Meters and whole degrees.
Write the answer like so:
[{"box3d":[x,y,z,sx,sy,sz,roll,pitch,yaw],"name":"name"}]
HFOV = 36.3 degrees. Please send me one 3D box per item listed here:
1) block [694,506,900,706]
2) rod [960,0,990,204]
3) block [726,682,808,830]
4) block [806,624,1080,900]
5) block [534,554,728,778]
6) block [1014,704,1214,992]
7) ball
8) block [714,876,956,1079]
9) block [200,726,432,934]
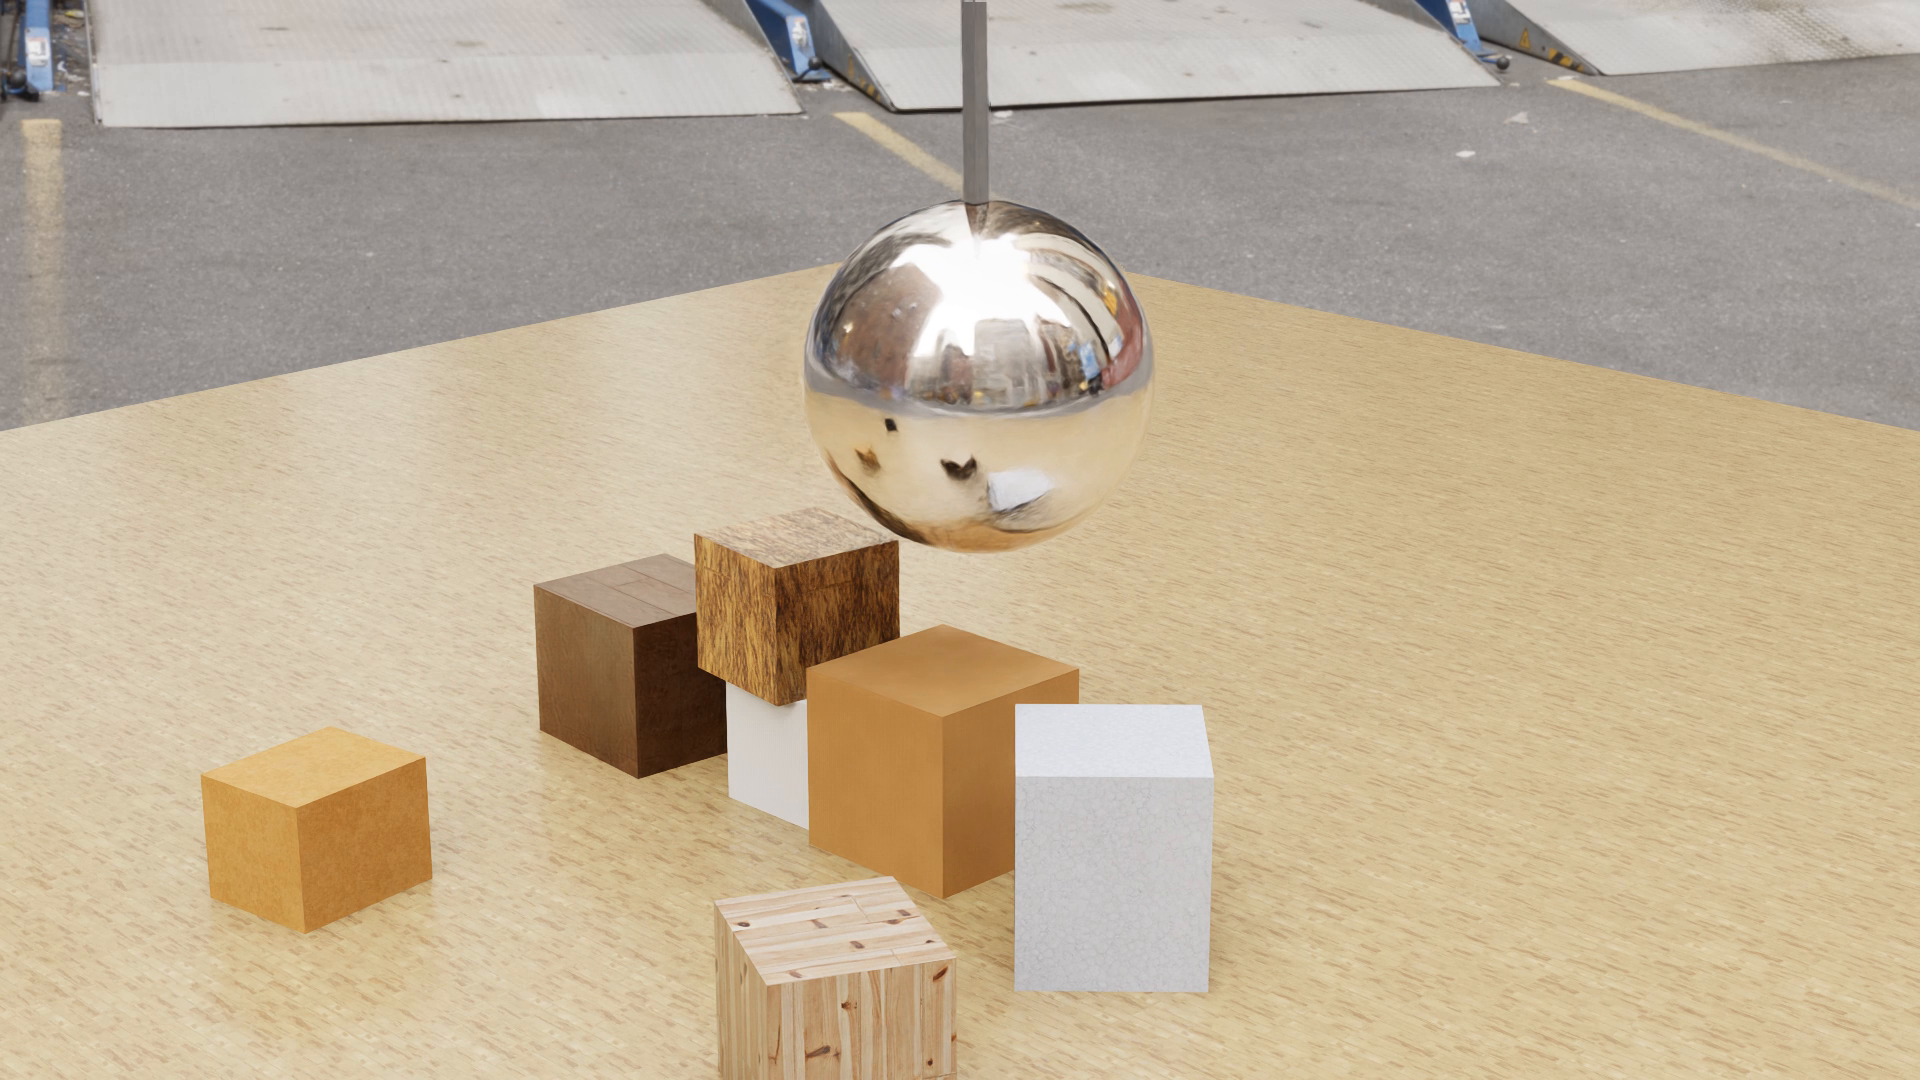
[{"box3d":[-0.782,0.308,14.107,0.714,0.682,0.686,-13,22,-36],"name":"block"},{"box3d":[0.036,-3.962,12.134,0.080,5.200,0.080,17,25,42],"name":"rod"},{"box3d":[-0.623,0.946,14.275,0.755,0.635,0.681,-17,24,-42],"name":"block"},{"box3d":[-0.080,1.011,13.667,0.893,0.877,0.890,17,24,42],"name":"block"},{"box3d":[-1.579,0.628,15.022,0.817,0.794,0.892,-14,22,-38],"name":"block"},{"box3d":[0.642,1.307,12.568,0.813,0.969,0.841,0,17,1],"name":"block"},{"box3d":[0.083,-0.733,13.199,1.600,1.600,1.600,0,17,0],"name":"ball"},{"box3d":[-0.487,1.831,11.299,0.732,0.731,0.791,-6,18,-18],"name":"block"},{"box3d":[-2.896,1.295,13.228,0.639,0.597,0.753,13,22,35],"name":"block"}]
